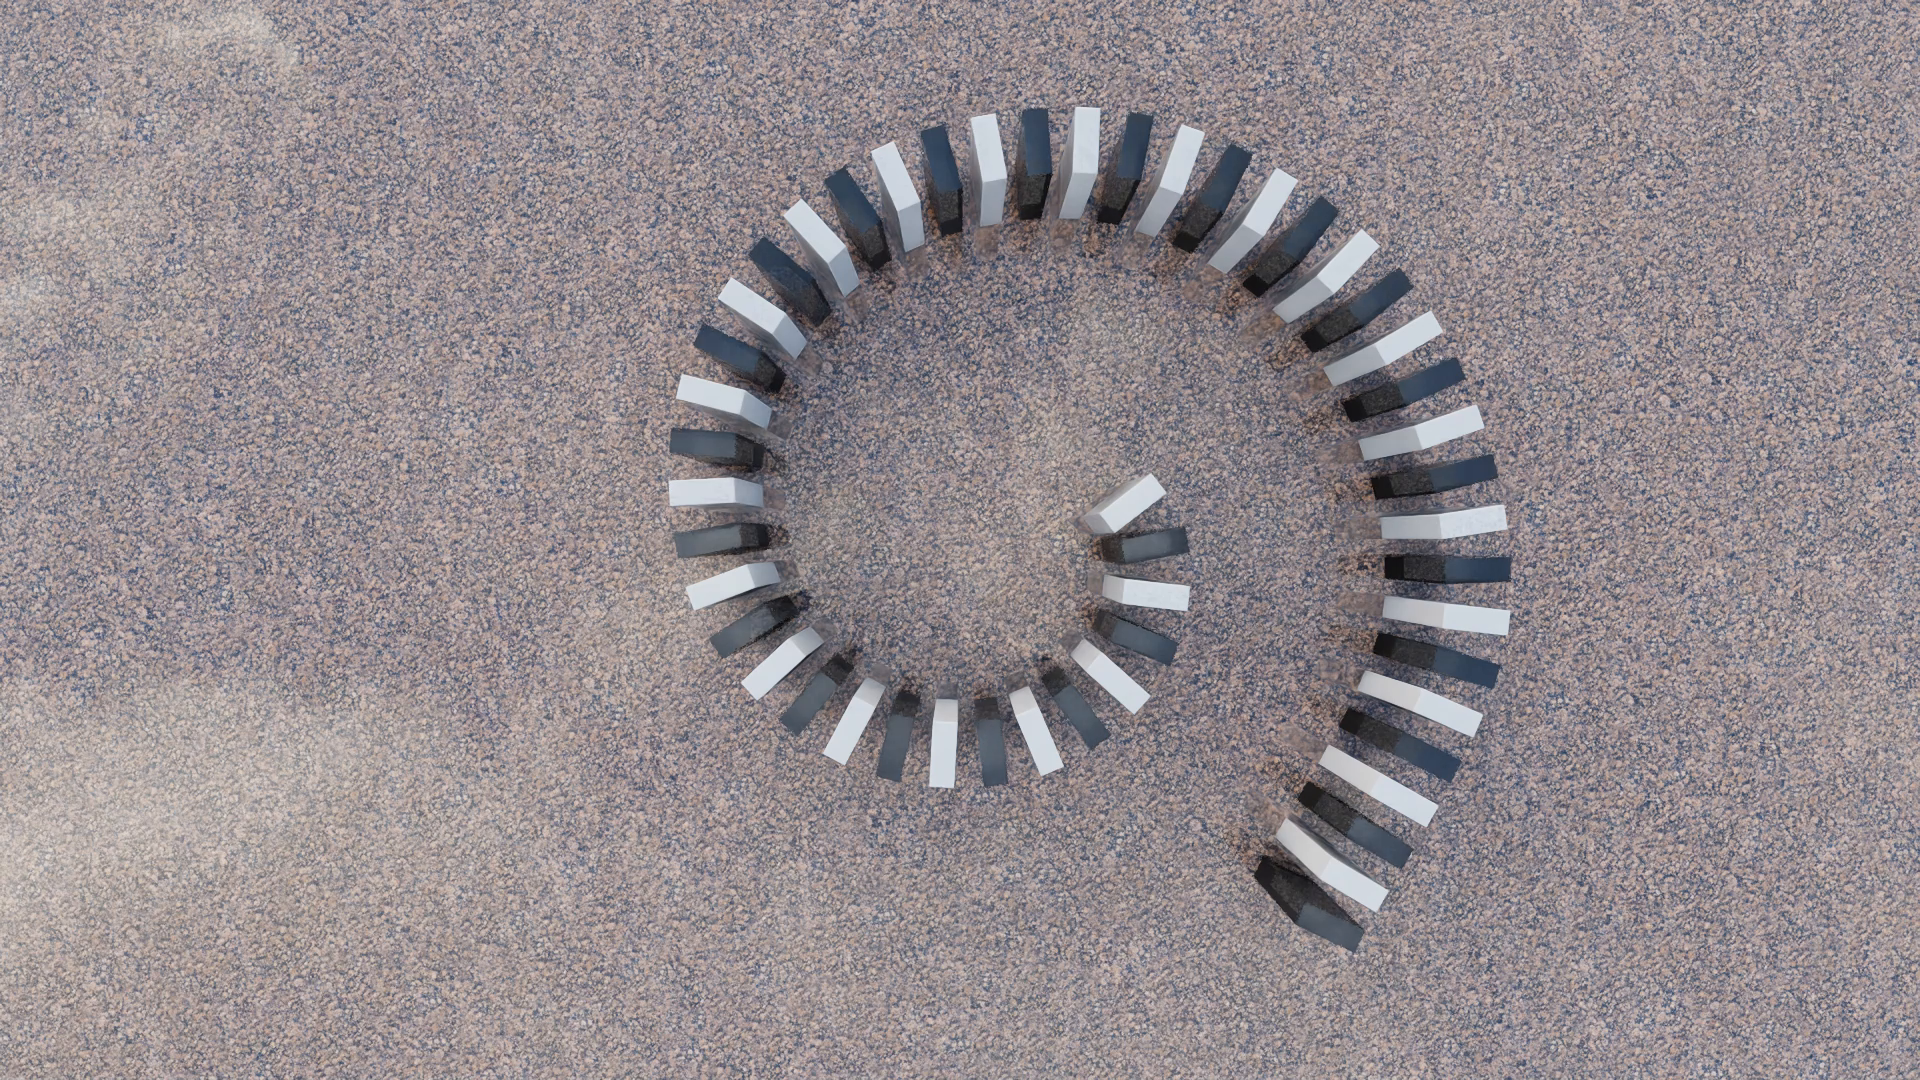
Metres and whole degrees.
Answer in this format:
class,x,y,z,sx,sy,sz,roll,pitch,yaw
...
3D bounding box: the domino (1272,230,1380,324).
class,x,y,z,sx,sy,sz,roll,pitch,yaw
domino,0.148,-0.107,0.375,0.009,0.050,0.025,44,90,0

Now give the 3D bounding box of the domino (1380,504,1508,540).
class,x,y,z,sx,sy,sz,roll,pitch,yaw
domino,0.196,-0.007,0.375,0.025,0.050,0.010,-9,90,0

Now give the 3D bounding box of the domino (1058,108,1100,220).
class,x,y,z,sx,sy,sz,roll,pitch,yaw
domino,0.048,-0.153,0.375,0.010,0.050,0.025,2,90,0

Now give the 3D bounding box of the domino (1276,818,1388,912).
class,x,y,z,sx,sy,sz,roll,pitch,yaw
domino,0.151,0.132,0.375,0.025,0.050,0.009,31,90,0

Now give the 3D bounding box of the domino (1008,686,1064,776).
class,x,y,z,sx,sy,sz,roll,pitch,yaw
domino,0.030,0.077,0.375,0.009,0.050,0.025,-23,90,0

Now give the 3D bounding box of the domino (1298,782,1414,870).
class,x,y,z,sx,sy,sz,roll,pitch,yaw
domino,0.160,0.116,0.375,0.025,0.050,0.009,31,90,0

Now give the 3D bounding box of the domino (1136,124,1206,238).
class,x,y,z,sx,sy,sz,roll,pitch,yaw
domino,0.085,-0.145,0.375,0.009,0.050,0.025,20,90,0

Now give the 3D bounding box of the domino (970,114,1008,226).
class,x,y,z,sx,sy,sz,roll,pitch,yaw
domino,0.011,-0.150,0.375,0.010,0.050,0.025,-11,90,0

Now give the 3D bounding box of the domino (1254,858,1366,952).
class,x,y,z,sx,sy,sz,roll,pitch,yaw
domino,0.142,0.148,0.375,0.025,0.050,0.009,26,90,0

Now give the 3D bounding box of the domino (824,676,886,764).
class,x,y,z,sx,sy,sz,roll,pitch,yaw
domino,-0.042,0.073,0.375,0.010,0.050,0.025,28,90,0

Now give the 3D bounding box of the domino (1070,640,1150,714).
class,x,y,z,sx,sy,sz,roll,pitch,yaw
domino,0.060,0.055,0.375,0.025,0.050,0.010,42,90,0

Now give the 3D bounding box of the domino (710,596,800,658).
class,x,y,z,sx,sy,sz,roll,pitch,yaw
domino,-0.083,0.035,0.375,0.025,0.050,0.009,-33,90,0

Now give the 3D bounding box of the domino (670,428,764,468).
class,x,y,z,sx,sy,sz,roll,pitch,yaw
domino,-0.098,-0.037,0.375,0.025,0.050,0.009,5,90,0

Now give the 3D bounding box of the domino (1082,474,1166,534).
class,x,y,z,sx,sy,sz,roll,pitch,yaw
domino,0.066,-0.014,0.375,0.025,0.050,0.009,-38,90,0

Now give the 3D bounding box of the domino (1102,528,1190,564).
class,x,y,z,sx,sy,sz,roll,pitch,yaw
domino,0.075,0.002,0.375,0.025,0.050,0.010,-11,90,0

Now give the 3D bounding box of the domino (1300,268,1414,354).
class,x,y,z,sx,sy,sz,roll,pitch,yaw
domino,0.161,-0.093,0.375,0.025,0.050,0.009,-38,90,0

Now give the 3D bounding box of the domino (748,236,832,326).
class,x,y,z,sx,sy,sz,roll,pitch,yaw
domino,-0.068,-0.105,0.375,0.025,0.050,0.009,40,90,0

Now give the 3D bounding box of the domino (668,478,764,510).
class,x,y,z,sx,sy,sz,roll,pitch,yaw
domino,-0.099,-0.019,0.375,0.025,0.050,0.009,-3,90,0

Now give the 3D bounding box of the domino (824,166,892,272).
class,x,y,z,sx,sy,sz,roll,pitch,yaw
domino,-0.041,-0.130,0.375,0.010,0.050,0.025,-34,90,0

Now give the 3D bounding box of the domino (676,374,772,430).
class,x,y,z,sx,sy,sz,roll,pitch,yaw
domino,-0.095,-0.056,0.375,0.025,0.050,0.009,14,90,0

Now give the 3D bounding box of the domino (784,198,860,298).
class,x,y,z,sx,sy,sz,roll,pitch,yaw
domino,-0.056,-0.118,0.375,0.009,0.050,0.025,-43,90,0

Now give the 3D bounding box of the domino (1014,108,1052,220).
class,x,y,z,sx,sy,sz,roll,pitch,yaw
domino,0.030,-0.152,0.375,0.009,0.050,0.025,-5,90,0

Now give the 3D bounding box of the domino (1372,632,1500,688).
class,x,y,z,sx,sy,sz,roll,pitch,yaw
domino,0.193,0.049,0.375,0.025,0.050,0.009,18,90,0

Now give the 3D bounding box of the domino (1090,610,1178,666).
class,x,y,z,sx,sy,sz,roll,pitch,yaw
domino,0.071,0.039,0.375,0.025,0.050,0.010,22,90,0

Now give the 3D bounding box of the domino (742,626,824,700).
class,x,y,z,sx,sy,sz,roll,pitch,yaw
domino,-0.071,0.049,0.375,0.025,0.050,0.010,-42,90,0

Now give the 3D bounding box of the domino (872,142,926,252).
class,x,y,z,sx,sy,sz,roll,pitch,yaw
domino,-0.025,-0.139,0.375,0.009,0.050,0.025,-24,90,0

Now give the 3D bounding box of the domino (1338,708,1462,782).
class,x,y,z,sx,sy,sz,roll,pitch,yaw
domino,0.179,0.083,0.375,0.025,0.050,0.009,27,90,0

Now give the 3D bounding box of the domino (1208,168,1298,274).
class,x,y,z,sx,sy,sz,roll,pitch,yaw
domino,0.119,-0.129,0.375,0.009,0.050,0.025,31,90,0

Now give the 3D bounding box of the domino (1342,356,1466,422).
class,x,y,z,sx,sy,sz,roll,pitch,yaw
domino,0.180,-0.061,0.375,0.025,0.050,0.009,-24,90,0

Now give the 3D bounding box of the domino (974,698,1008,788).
class,x,y,z,sx,sy,sz,roll,pitch,yaw
domino,0.012,0.081,0.375,0.009,0.050,0.025,-7,90,0

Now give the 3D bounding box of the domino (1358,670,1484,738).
class,x,y,z,sx,sy,sz,roll,pitch,yaw
domino,0.187,0.066,0.375,0.025,0.050,0.009,24,90,0

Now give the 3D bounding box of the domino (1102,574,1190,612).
class,x,y,z,sx,sy,sz,roll,pitch,yaw
domino,0.075,0.021,0.375,0.025,0.050,0.010,6,90,0

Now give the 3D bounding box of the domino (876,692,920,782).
class,x,y,z,sx,sy,sz,roll,pitch,yaw
domino,-0.025,0.079,0.375,0.010,0.050,0.025,14,90,0

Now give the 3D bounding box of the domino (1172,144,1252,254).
class,x,y,z,sx,sy,sz,roll,pitch,yaw
domino,0.102,-0.138,0.375,0.010,0.050,0.025,26,90,0

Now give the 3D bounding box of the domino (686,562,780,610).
class,x,y,z,sx,sy,sz,roll,pitch,yaw
domino,-0.092,0.018,0.375,0.025,0.050,0.010,-21,90,0

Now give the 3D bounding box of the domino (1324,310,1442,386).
class,x,y,z,sx,sy,sz,roll,pitch,yaw
domino,0.172,-0.077,0.375,0.025,0.050,0.009,-30,90,0

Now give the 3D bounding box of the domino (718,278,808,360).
class,x,y,z,sx,sy,sz,roll,pitch,yaw
domino,-0.080,-0.090,0.375,0.025,0.050,0.010,33,90,0

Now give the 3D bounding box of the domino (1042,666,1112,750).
class,x,y,z,sx,sy,sz,roll,pitch,yaw
domino,0.047,0.067,0.375,0.010,0.050,0.025,-37,90,0

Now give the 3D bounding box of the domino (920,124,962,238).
class,x,y,z,sx,sy,sz,roll,pitch,yaw
domino,-0.007,-0.145,0.375,0.009,0.050,0.025,-17,90,0

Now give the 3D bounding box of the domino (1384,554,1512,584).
class,x,y,z,sx,sy,sz,roll,pitch,yaw
domino,0.198,0.012,0.375,0.025,0.050,0.009,-2,90,0

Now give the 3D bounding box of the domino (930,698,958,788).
class,x,y,z,sx,sy,sz,roll,pitch,yaw
domino,-0.006,0.082,0.375,0.010,0.050,0.025,3,90,0

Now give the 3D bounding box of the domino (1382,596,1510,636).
class,x,y,z,sx,sy,sz,roll,pitch,yaw
domino,0.197,0.030,0.375,0.025,0.050,0.010,6,90,0

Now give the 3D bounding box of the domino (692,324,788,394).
class,x,y,z,sx,sy,sz,roll,pitch,yaw
domino,-0.089,-0.073,0.375,0.025,0.050,0.010,26,90,0

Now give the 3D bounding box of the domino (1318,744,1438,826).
class,x,y,z,sx,sy,sz,roll,pitch,yaw
domino,0.170,0.100,0.375,0.025,0.050,0.009,29,90,0

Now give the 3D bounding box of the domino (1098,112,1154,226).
class,x,y,z,sx,sy,sz,roll,pitch,yaw
domino,0.067,-0.151,0.375,0.010,0.050,0.025,11,90,0

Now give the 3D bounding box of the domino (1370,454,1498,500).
class,x,y,z,sx,sy,sz,roll,pitch,yaw
domino,0.192,-0.025,0.375,0.025,0.050,0.010,-14,90,0

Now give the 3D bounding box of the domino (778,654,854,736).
class,x,y,z,sx,sy,sz,roll,pitch,yaw
domino,-0.058,0.062,0.375,0.010,0.050,0.025,39,90,0

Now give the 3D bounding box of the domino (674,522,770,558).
class,x,y,z,sx,sy,sz,roll,pitch,yaw
domino,-0.096,0.000,0.375,0.025,0.050,0.009,-11,90,0

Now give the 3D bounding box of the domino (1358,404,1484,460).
class,x,y,z,sx,sy,sz,roll,pitch,yaw
domino,0.187,-0.043,0.375,0.025,0.050,0.010,-19,90,0

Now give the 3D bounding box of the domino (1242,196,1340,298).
class,x,y,z,sx,sy,sz,roll,pitch,yaw
domino,0.134,-0.119,0.375,0.009,0.050,0.025,37,90,0
